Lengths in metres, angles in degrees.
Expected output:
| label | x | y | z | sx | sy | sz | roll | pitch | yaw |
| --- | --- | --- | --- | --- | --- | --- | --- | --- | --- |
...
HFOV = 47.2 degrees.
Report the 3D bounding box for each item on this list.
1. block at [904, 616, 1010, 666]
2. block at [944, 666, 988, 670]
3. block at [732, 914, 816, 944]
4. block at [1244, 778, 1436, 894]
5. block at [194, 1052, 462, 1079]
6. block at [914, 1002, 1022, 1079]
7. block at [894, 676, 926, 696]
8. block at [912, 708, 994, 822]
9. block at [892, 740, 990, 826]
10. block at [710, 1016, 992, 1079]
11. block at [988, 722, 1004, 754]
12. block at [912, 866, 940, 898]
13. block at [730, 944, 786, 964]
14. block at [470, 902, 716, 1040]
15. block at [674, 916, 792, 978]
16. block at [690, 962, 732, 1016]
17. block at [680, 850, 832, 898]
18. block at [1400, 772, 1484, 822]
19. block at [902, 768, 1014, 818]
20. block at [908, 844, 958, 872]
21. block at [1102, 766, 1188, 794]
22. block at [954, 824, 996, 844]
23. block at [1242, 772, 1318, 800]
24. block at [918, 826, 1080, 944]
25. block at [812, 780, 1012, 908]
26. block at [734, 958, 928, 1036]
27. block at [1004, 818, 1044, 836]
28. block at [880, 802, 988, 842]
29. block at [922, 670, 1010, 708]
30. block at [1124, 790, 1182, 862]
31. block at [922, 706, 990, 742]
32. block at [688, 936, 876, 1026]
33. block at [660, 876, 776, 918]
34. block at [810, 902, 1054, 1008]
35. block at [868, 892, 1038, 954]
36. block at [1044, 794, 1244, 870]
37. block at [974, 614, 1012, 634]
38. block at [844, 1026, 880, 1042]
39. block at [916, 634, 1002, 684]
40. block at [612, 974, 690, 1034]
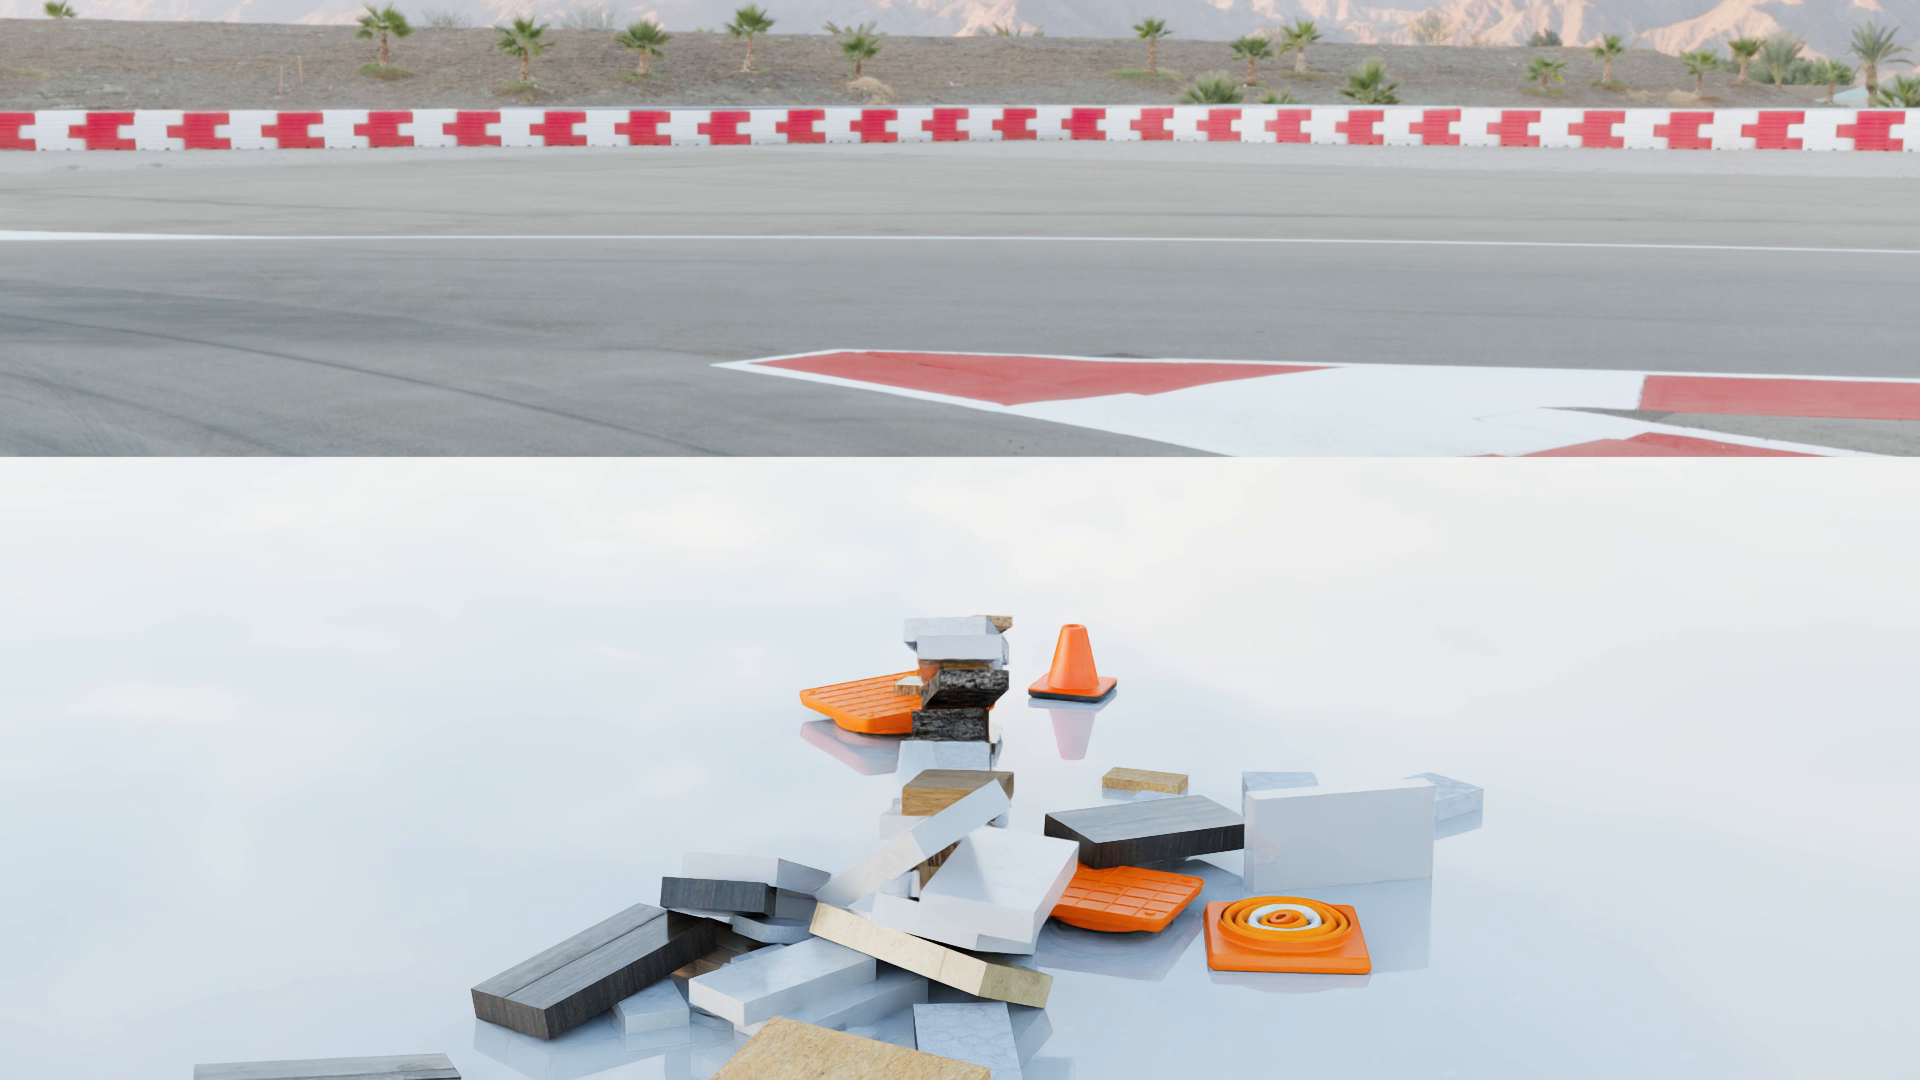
| label | x | y | z | sx | sy | sz | roll | pitch | yaw |
| --- | --- | --- | --- | --- | --- | --- | --- | --- | --- |
| block | -0.004 | 0.209 | 4.463 | 0.165 | 0.047 | 0.329 | -2 | -13 | 9 |
| block | 0.007 | 0.276 | 4.384 | 0.087 | 0.025 | 0.174 | 0 | -12 | -4 |
| block | -0.247 | 0.601 | 3.380 | 0.183 | 0.026 | 0.091 | 11 | -4 | -36 |
| block | 0.642 | 0.498 | 3.716 | 0.326 | 0.163 | 0.046 | -3 | 11 | -14 |
| block | -0.821 | 0.702 | 2.860 | 0.323 | 0.026 | 0.091 | 4 | 6 | -27 |
| block | 0.008 | 0.698 | 2.987 | 0.131 | 0.037 | 0.263 | -1 | 11 | -4 |
| block | -0.055 | 0.315 | 4.732 | 0.156 | 0.022 | 0.078 | 1 | 10 | 22 |
| block | -0.014 | 0.422 | 4.124 | 0.133 | 0.038 | 0.266 | -3 | 39 | -4 |
| block | -0.031 | 0.432 | 3.931 | 0.165 | 0.047 | 0.329 | 1 | 12 | 1 |
| block | -0.144 | 0.707 | 2.811 | 0.332 | 0.047 | 0.166 | 6 | 25 | 30 |
| block | 0.044 | 0.403 | 4.558 | 0.076 | 0.021 | 0.151 | 15 | 10 | 4 |
| block | 0.011 | 0.544 | 3.465 | 0.162 | 0.046 | 0.325 | 2 | -10 | -3 |
| block | -0.290 | 0.621 | 3.263 | 0.090 | 0.013 | 0.045 | -10 | 14 | -42 |
| block | -0.532 | 0.626 | 3.216 | 0.163 | 0.046 | 0.326 | 4 | 17 | 40 |
| block | -0.341 | 0.635 | 3.326 | 0.263 | 0.037 | 0.131 | 9 | 14 | 40 |
| block | -0.347 | 0.652 | 3.192 | 0.045 | 0.013 | 0.090 | 2 | 35 | 33 |
| block | -0.322 | 0.537 | 3.516 | 0.153 | 0.043 | 0.307 | 2 | -12 | 13 |
| block | 0.832 | 0.490 | 4.101 | 0.276 | 0.038 | 0.135 | -8 | 13 | -36 |
| block | 0.000 | 0.416 | 3.625 | 0.153 | 0.043 | 0.307 | 1 | 0 | 6 |
| block | -0.015 | 0.528 | 3.620 | 0.135 | 0.038 | 0.270 | 0 | -11 | 9 |
| block | 0.360 | 0.468 | 4.267 | 0.151 | 0.021 | 0.076 | 4 | 11 | 22 |
| block | -0.014 | 0.510 | 3.784 | 0.135 | 0.038 | 0.270 | 1 | -6 | 4 |
| block | 0.608 | 0.490 | 4.104 | 0.135 | 0.038 | 0.271 | 0 | 11 | 2 |
| block | 0.061 | 0.493 | 3.185 | 0.162 | 0.046 | 0.325 | 8 | 11 | 13 |
| block | -0.076 | 0.464 | 3.288 | 0.166 | 0.047 | 0.369 | -27 | -8 | -33 |
| block | -0.184 | 0.665 | 3.165 | 0.131 | 0.037 | 0.263 | 9 | 14 | 41 |
| block | 0.147 | 0.527 | 3.949 | 0.156 | 0.022 | 0.078 | -7 | 13 | -33 |
| block | -0.039 | 0.456 | 3.601 | 0.135 | 0.038 | 0.270 | 1 | 0 | 10 |
| block | 0.009 | 0.294 | 4.315 | 0.133 | 0.038 | 0.266 | 1 | -12 | -8 |
| block | 0.344 | 0.514 | 3.973 | 0.135 | 0.038 | 0.271 | 5 | 12 | 25 |
| block | -0.009 | 0.402 | 4.285 | 0.133 | 0.038 | 0.266 | -1 | 23 | 0 |
| block | -0.253 | 0.630 | 3.153 | 0.246 | 0.035 | 0.123 | -10 | 15 | -43 |
| block | -0.369 | 0.555 | 3.395 | 0.153 | 0.043 | 0.307 | 4 | -12 | -1 |
| block | -0.044 | 0.609 | 3.235 | 0.332 | 0.047 | 0.166 | 12 | -8 | 40 |
| block | -0.003 | 0.572 | 3.273 | 0.162 | 0.046 | 0.325 | 11 | -8 | 19 |
| block | 0.327 | 0.501 | 3.794 | 0.326 | 0.046 | 0.163 | -3 | 13 | -29 |
| block | 0.046 | 0.177 | 4.479 | 0.078 | 0.022 | 0.156 | 4 | -13 | -17 |
| block | -0.158 | 0.699 | 3.048 | 0.045 | 0.013 | 0.090 | 8 | 13 | 38 |
| block | 0.002 | 0.241 | 4.388 | 0.165 | 0.047 | 0.329 | 0 | -12 | 1 |
| block | -0.458 | 0.665 | 3.194 | 0.091 | 0.026 | 0.183 | -4 | 11 | -19 |
